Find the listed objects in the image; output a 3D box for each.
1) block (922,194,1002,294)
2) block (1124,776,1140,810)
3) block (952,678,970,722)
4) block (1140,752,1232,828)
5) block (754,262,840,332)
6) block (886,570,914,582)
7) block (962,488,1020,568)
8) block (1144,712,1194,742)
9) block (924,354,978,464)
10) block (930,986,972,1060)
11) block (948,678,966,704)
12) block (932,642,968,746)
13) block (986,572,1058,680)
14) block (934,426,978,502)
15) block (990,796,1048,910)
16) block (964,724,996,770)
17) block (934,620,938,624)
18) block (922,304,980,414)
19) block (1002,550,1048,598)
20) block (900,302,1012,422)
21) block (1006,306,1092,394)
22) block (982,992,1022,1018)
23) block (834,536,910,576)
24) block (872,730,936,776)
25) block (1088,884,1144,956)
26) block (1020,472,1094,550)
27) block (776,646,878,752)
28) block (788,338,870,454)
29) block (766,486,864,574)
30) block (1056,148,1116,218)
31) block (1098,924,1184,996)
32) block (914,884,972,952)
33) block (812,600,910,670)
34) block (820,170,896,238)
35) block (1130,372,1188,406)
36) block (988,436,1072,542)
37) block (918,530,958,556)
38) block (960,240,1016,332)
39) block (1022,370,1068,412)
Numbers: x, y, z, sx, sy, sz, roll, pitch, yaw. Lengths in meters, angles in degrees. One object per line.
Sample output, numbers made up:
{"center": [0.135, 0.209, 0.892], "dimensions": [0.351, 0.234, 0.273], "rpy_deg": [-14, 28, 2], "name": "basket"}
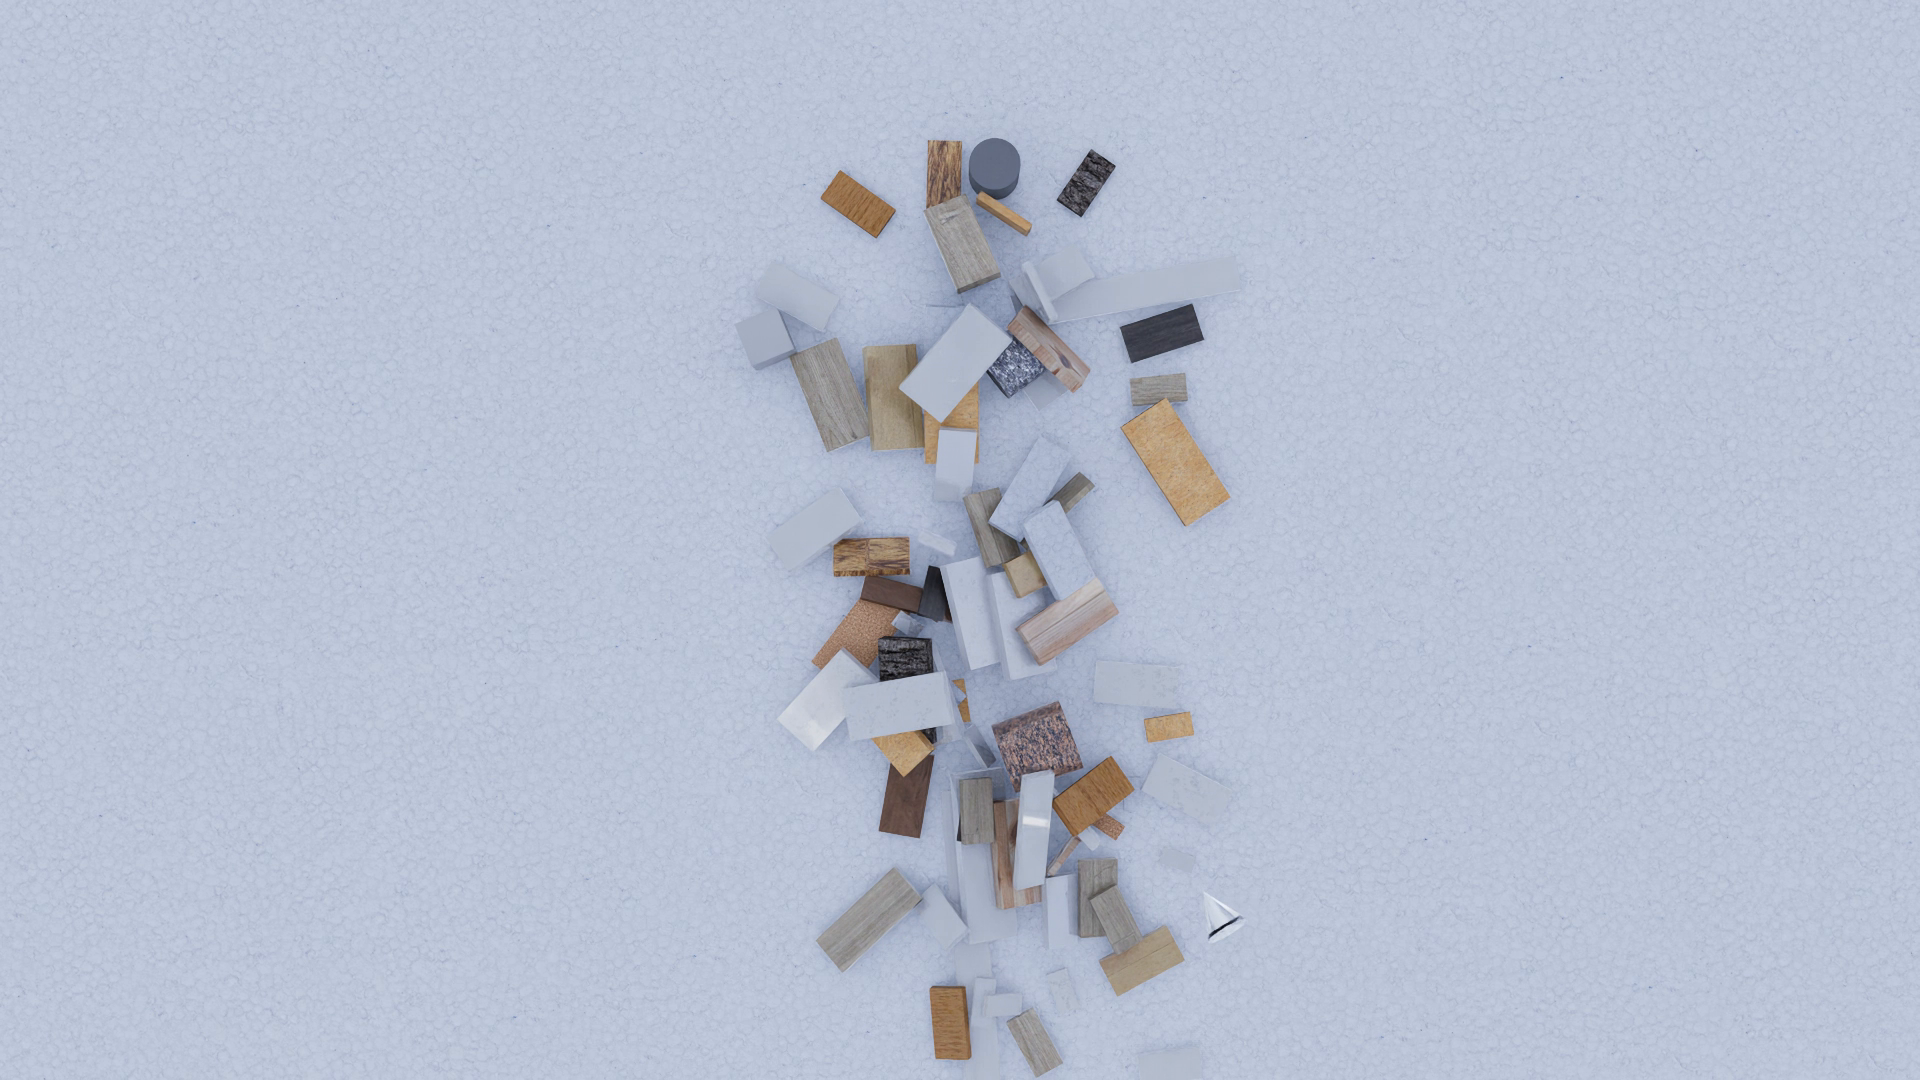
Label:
{"center": [0.006, -0.971, 5.406], "dimensions": [0.152, 0.043, 0.304], "rpy_deg": [-22, 75, -1], "name": "block"}
{"center": [0.573, 0.845, 5.492], "dimensions": [0.056, 0.016, 0.112], "rpy_deg": [-1, 90, 0], "name": "block"}
{"center": [-0.011, 0.538, 5.490], "dimensions": [0.071, 0.020, 0.142], "rpy_deg": [-9, 90, 0], "name": "block"}
{"center": [0.752, 0.831, 5.481], "dimensions": [0.272, 0.039, 0.136], "rpy_deg": [27, 90, 0], "name": "block"}
{"center": [-0.541, -0.810, 5.482], "dimensions": [0.254, 0.036, 0.127], "rpy_deg": [28, 90, 0], "name": "block"}
{"center": [-0.212, 0.129, 5.492], "dimensions": [0.111, 0.016, 0.055], "rpy_deg": [-41, 90, 0], "name": "block"}
{"center": [0.107, -0.041, 5.445], "dimensions": [0.123, 0.035, 0.247], "rpy_deg": [-16, 84, -28], "name": "block"}
{"center": [0.695, 0.623, 5.489], "dimensions": [0.155, 0.022, 0.077], "rpy_deg": [-10, 90, 0], "name": "block"}
{"center": [-0.027, -0.429, 5.420], "dimensions": [0.178, 0.050, 0.355], "rpy_deg": [0, 108, 1], "name": "block"}
{"center": [-0.032, 1.599, 5.463], "dimensions": [0.117, 0.033, 0.234], "rpy_deg": [-5, 90, 22], "name": "block"}
{"center": [-0.052, 0.494, 5.469], "dimensions": [0.142, 0.020, 0.071], "rpy_deg": [43, 98, 6], "name": "block"}
{"center": [-0.106, 0.517, 5.443], "dimensions": [0.162, 0.046, 0.325], "rpy_deg": [-19, 90, 27], "name": "block"}
{"center": [0.202, 0.273, 5.440], "dimensions": [0.176, 0.050, 0.352], "rpy_deg": [-10, 90, -25], "name": "block"}
{"center": [-0.016, -0.248, 5.433], "dimensions": [0.123, 0.035, 0.247], "rpy_deg": [5, 114, -1], "name": "block"}
{"center": [0.193, 1.027, 5.439], "dimensions": [0.174, 0.049, 0.347], "rpy_deg": [-5, 90, -26], "name": "block"}
{"center": [0.062, 0.686, 5.464], "dimensions": [0.020, 0.071, 0.142], "rpy_deg": [-32, 89, 31], "name": "block"}
{"center": [-0.106, 0.222, 5.492], "dimensions": [0.111, 0.016, 0.055], "rpy_deg": [35, 90, 0], "name": "block"}
{"center": [-0.029, -0.591, 5.420], "dimensions": [0.178, 0.050, 0.356], "rpy_deg": [2, 108, 0], "name": "block"}
{"center": [0.273, 0.081, 5.433], "dimensions": [0.251, 0.036, 0.126], "rpy_deg": [-27, 97, -20], "name": "block"}
{"center": [-0.014, -0.571, 5.321], "dimensions": [0.178, 0.050, 0.355], "rpy_deg": [39, 104, -11], "name": "block"}
{"center": [0.292, -0.624, 5.379], "dimensions": [0.304, 0.152, 0.043], "rpy_deg": [44, 120, -7], "name": "block"}
{"center": [0.142, 1.537, 5.455], "dimensions": [0.138, 0.020, 0.069], "rpy_deg": [6, 90, -32], "name": "block"}
{"center": [-0.292, 0.055, 5.451], "dimensions": [0.251, 0.036, 0.126], "rpy_deg": [-2, 57, 0], "name": "block"}
{"center": [-0.222, 0.625, 5.411], "dimensions": [0.279, 0.040, 0.140], "rpy_deg": [49, 114, 10], "name": "block"}
{"center": [0.514, 1.252, 5.448], "dimensions": [0.104, 0.030, 0.209], "rpy_deg": [-28, 96, -12], "name": "block"}
{"center": [0.308, -0.096, 5.454], "dimensions": [0.309, 0.092, 0.026], "rpy_deg": [-43, 121, 0], "name": "block"}
{"center": [-0.436, 0.527, 5.444], "dimensions": [0.162, 0.046, 0.325], "rpy_deg": [42, 102, -1], "name": "block"}
{"center": [-0.423, -0.480, 5.476], "dimensions": [0.171, 0.049, 0.343], "rpy_deg": [-22, 90, 0], "name": "block"}
{"center": [-0.480, -0.032, 5.458], "dimensions": [0.294, 0.042, 0.147], "rpy_deg": [-35, 73, 0], "name": "block"}
{"center": [0.420, -1.187, 5.486], "dimensions": [0.100, 0.028, 0.201], "rpy_deg": [34, 90, 0], "name": "block"}
{"center": [0.604, 1.397, 5.482], "dimensions": [0.255, 0.036, 0.127], "rpy_deg": [-28, 90, 0], "name": "block"}
{"center": [-0.063, 1.241, 5.427], "dimensions": [0.103, 0.029, 0.205], "rpy_deg": [-42, 53, 0], "name": "block"}
{"center": [-0.330, 0.324, 5.477], "dimensions": [0.162, 0.046, 0.325], "rpy_deg": [38, 90, 0], "name": "block"}
{"center": [-0.338, -1.116, 5.484], "dimensions": [0.226, 0.032, 0.113], "rpy_deg": [35, 90, 0], "name": "block"}
{"center": [0.660, -0.499, 5.487], "dimensions": [0.184, 0.026, 0.092], "rpy_deg": [-6, 90, 0], "name": "block"}
{"center": [0.231, -0.169, 5.443], "dimensions": [0.126, 0.036, 0.340], "rpy_deg": [31, 76, 0], "name": "block"}
{"center": [-0.072, 0.008, 5.376], "dimensions": [0.123, 0.247, 0.035], "rpy_deg": [23, 92, 0], "name": "block"}
{"center": [0.078, -0.823, 5.446], "dimensions": [0.152, 0.043, 0.304], "rpy_deg": [-19, 90, 0], "name": "block"}
{"center": [0.310, -0.518, 5.487], "dimensions": [0.185, 0.026, 0.092], "rpy_deg": [-35, 90, 0], "name": "block"}
